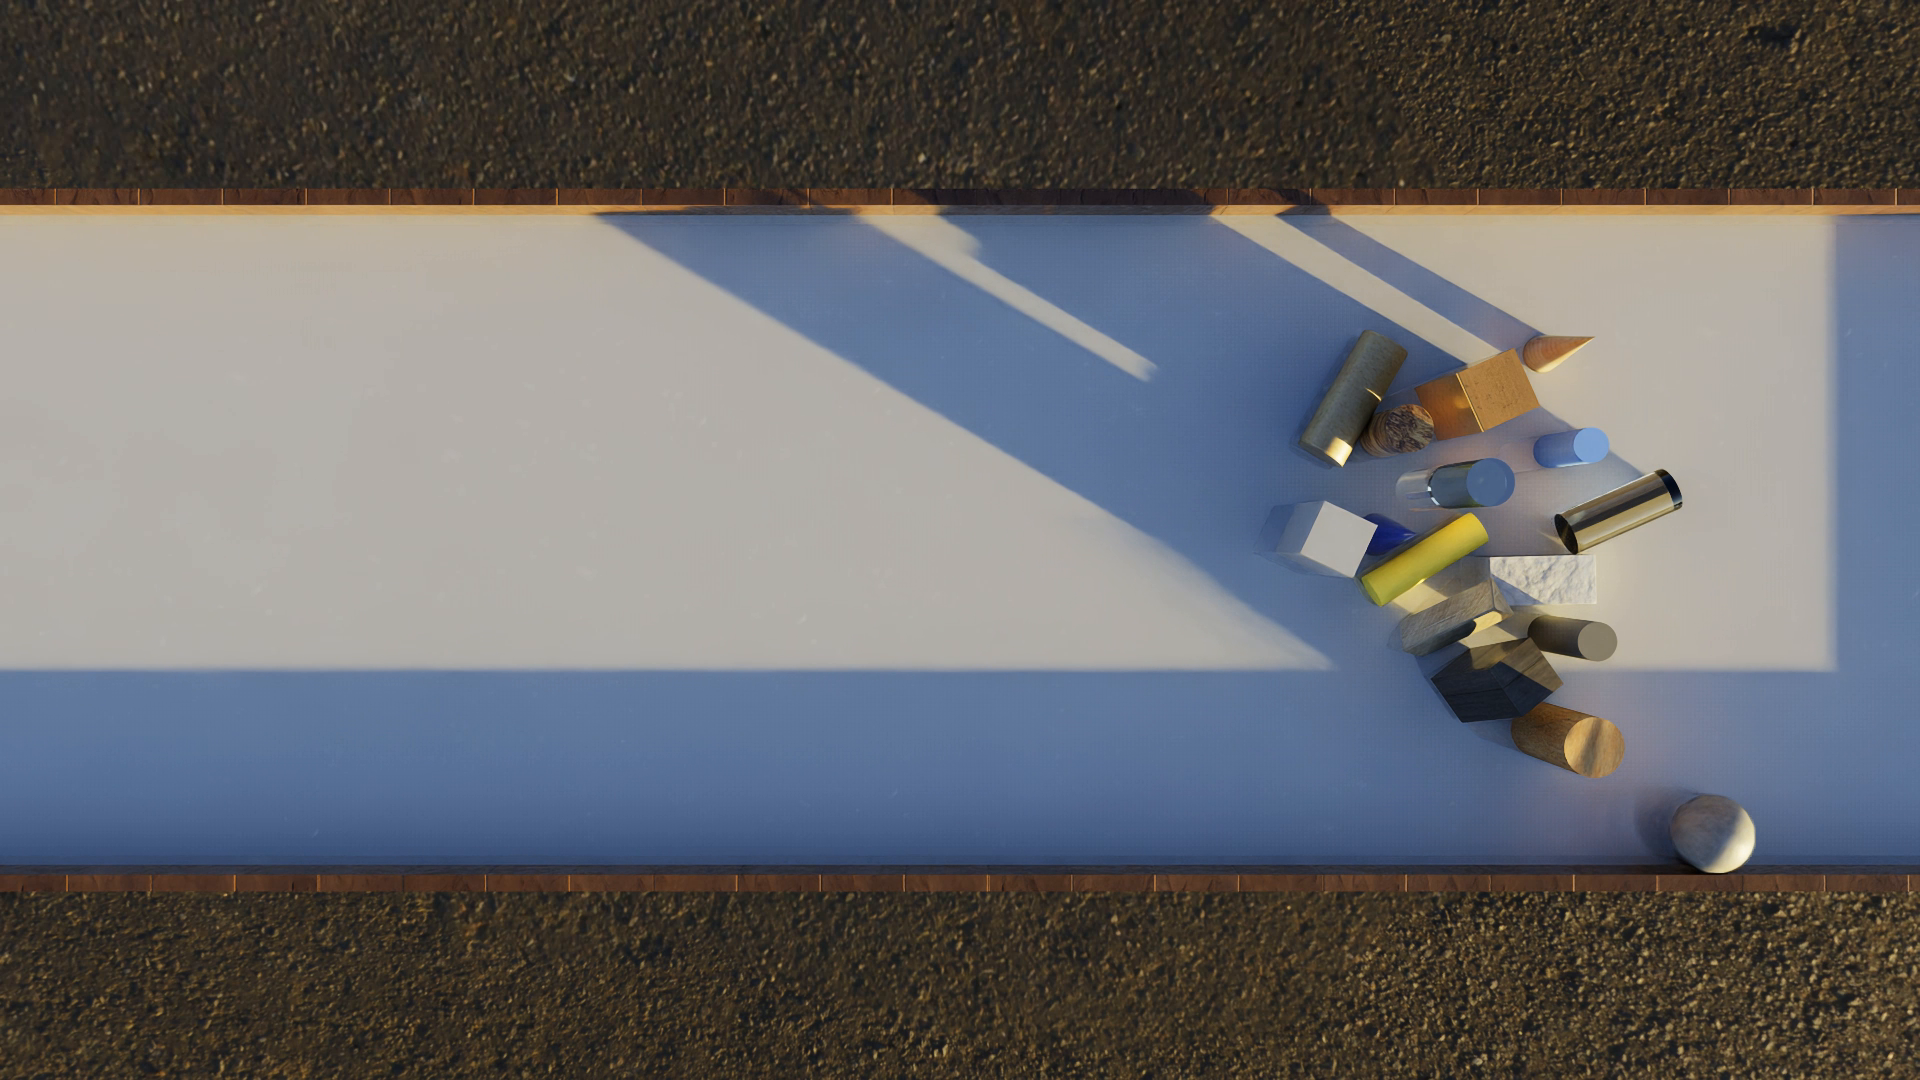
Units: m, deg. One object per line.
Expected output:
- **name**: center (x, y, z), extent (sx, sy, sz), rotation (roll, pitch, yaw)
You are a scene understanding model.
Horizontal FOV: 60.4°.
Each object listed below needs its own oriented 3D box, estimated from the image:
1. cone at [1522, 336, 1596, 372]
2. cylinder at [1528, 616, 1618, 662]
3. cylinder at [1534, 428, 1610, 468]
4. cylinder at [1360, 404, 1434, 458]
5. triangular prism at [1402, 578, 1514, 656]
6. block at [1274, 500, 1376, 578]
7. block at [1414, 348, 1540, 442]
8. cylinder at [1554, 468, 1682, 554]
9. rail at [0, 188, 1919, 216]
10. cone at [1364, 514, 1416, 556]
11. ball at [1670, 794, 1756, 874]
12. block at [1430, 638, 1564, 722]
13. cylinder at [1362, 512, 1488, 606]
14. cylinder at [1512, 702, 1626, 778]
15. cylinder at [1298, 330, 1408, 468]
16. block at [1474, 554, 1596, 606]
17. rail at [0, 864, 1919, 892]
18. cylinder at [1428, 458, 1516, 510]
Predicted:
- **cone**: center (1.791, -0.573, 4.861), extent (0.117, 0.431, 0.117), rotation (0, 90, 0)
- **cylinder**: center (1.803, 0.288, 4.870), extent (0.113, 0.412, 0.113), rotation (0, 90, 0)
- **cylinder**: center (1.815, -0.273, 4.909), extent (0.103, 0.335, 0.103), rotation (0, 90, 0)
- **cylinder**: center (1.297, -0.323, 4.916), extent (0.139, 0.321, 0.139), rotation (0, 90, 0)
- **triangular prism**: center (1.477, 0.251, 4.942), extent (0.313, 0.111, 0.128), rotation (-31, 90, 34)
- **block**: center (1.078, -0.002, 4.884), extent (0.166, 0.385, 0.166), rotation (25, 90, 0)
- **block**: center (1.517, -0.423, 4.862), extent (0.180, 0.429, 0.180), rotation (-24, 90, 0)
- **cylinder**: center (1.998, -0.086, 5.009), extent (0.342, 0.135, 0.135), rotation (-24, 90, 0)
- **rail**: center (-2.247, -1.025, 5.002), extent (12.000, 0.150, 0.050), rotation (0, 90, 0)
- **cone**: center (1.281, -0.017, 4.848), extent (0.132, 0.457, 0.132), rotation (0, 90, 0)
- **ball**: center (2.262, 0.884, 4.960), extent (0.233, 0.233, 0.233), rotation (0, 90, 0)
- **block**: center (1.582, 0.418, 4.876), extent (0.164, 0.369, 0.164), rotation (-35, 88, -13)
- **cylinder**: center (1.416, 0.060, 5.024), extent (0.380, 0.106, 0.106), rotation (-31, 90, 0)
- **cylinder**: center (1.781, 0.583, 4.853), extent (0.171, 0.447, 0.171), rotation (0, 90, 0)
- **cylinder**: center (1.190, -0.428, 5.000), extent (0.152, 0.152, 0.394), rotation (30, 90, 0)
- **block**: center (1.743, 0.120, 5.003), extent (0.315, 0.146, 0.146), rotation (-1, 90, 0)
- **rail**: center (-2.247, 1.025, 5.001), extent (12.000, 0.150, 0.050), rotation (0, 90, 0)
- **cylinder**: center (1.510, -0.164, 4.885), extent (0.139, 0.383, 0.139), rotation (0, 90, 0)
